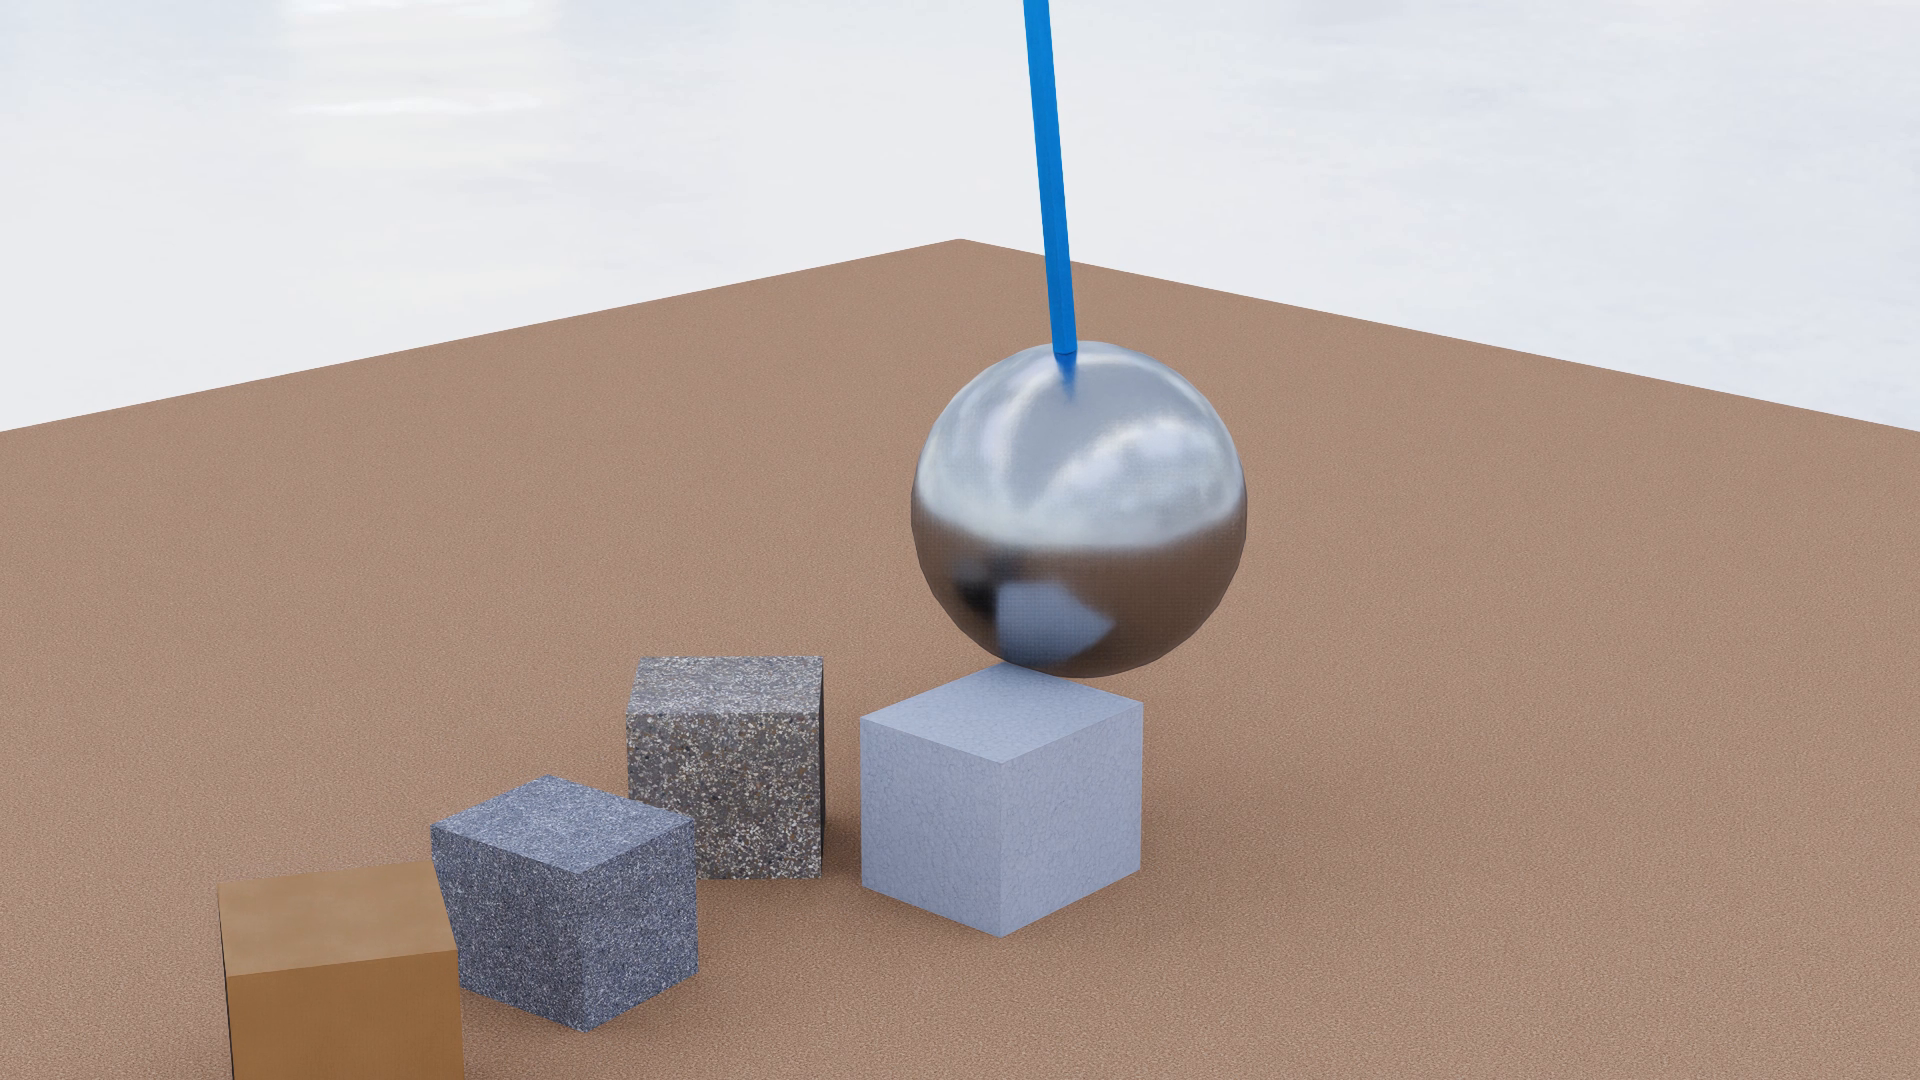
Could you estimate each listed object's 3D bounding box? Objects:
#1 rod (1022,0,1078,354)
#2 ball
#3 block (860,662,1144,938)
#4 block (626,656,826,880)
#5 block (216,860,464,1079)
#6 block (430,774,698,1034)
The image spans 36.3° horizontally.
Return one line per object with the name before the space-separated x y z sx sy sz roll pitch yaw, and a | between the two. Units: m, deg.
rod | 0.244 -3.262 12.572 0.080 5.200 0.080 17 32 42
ball | 0.563 -0.143 13.887 1.600 1.600 1.600 0 17 0
block | 0.192 1.155 13.303 0.833 0.820 0.986 15 23 39
block | -1.074 1.051 13.647 0.866 0.811 0.755 0 17 -1
block | -2.338 1.822 11.081 0.819 0.879 0.841 -5 18 -15
block | -1.660 1.514 12.350 0.844 0.706 0.701 12 21 34
